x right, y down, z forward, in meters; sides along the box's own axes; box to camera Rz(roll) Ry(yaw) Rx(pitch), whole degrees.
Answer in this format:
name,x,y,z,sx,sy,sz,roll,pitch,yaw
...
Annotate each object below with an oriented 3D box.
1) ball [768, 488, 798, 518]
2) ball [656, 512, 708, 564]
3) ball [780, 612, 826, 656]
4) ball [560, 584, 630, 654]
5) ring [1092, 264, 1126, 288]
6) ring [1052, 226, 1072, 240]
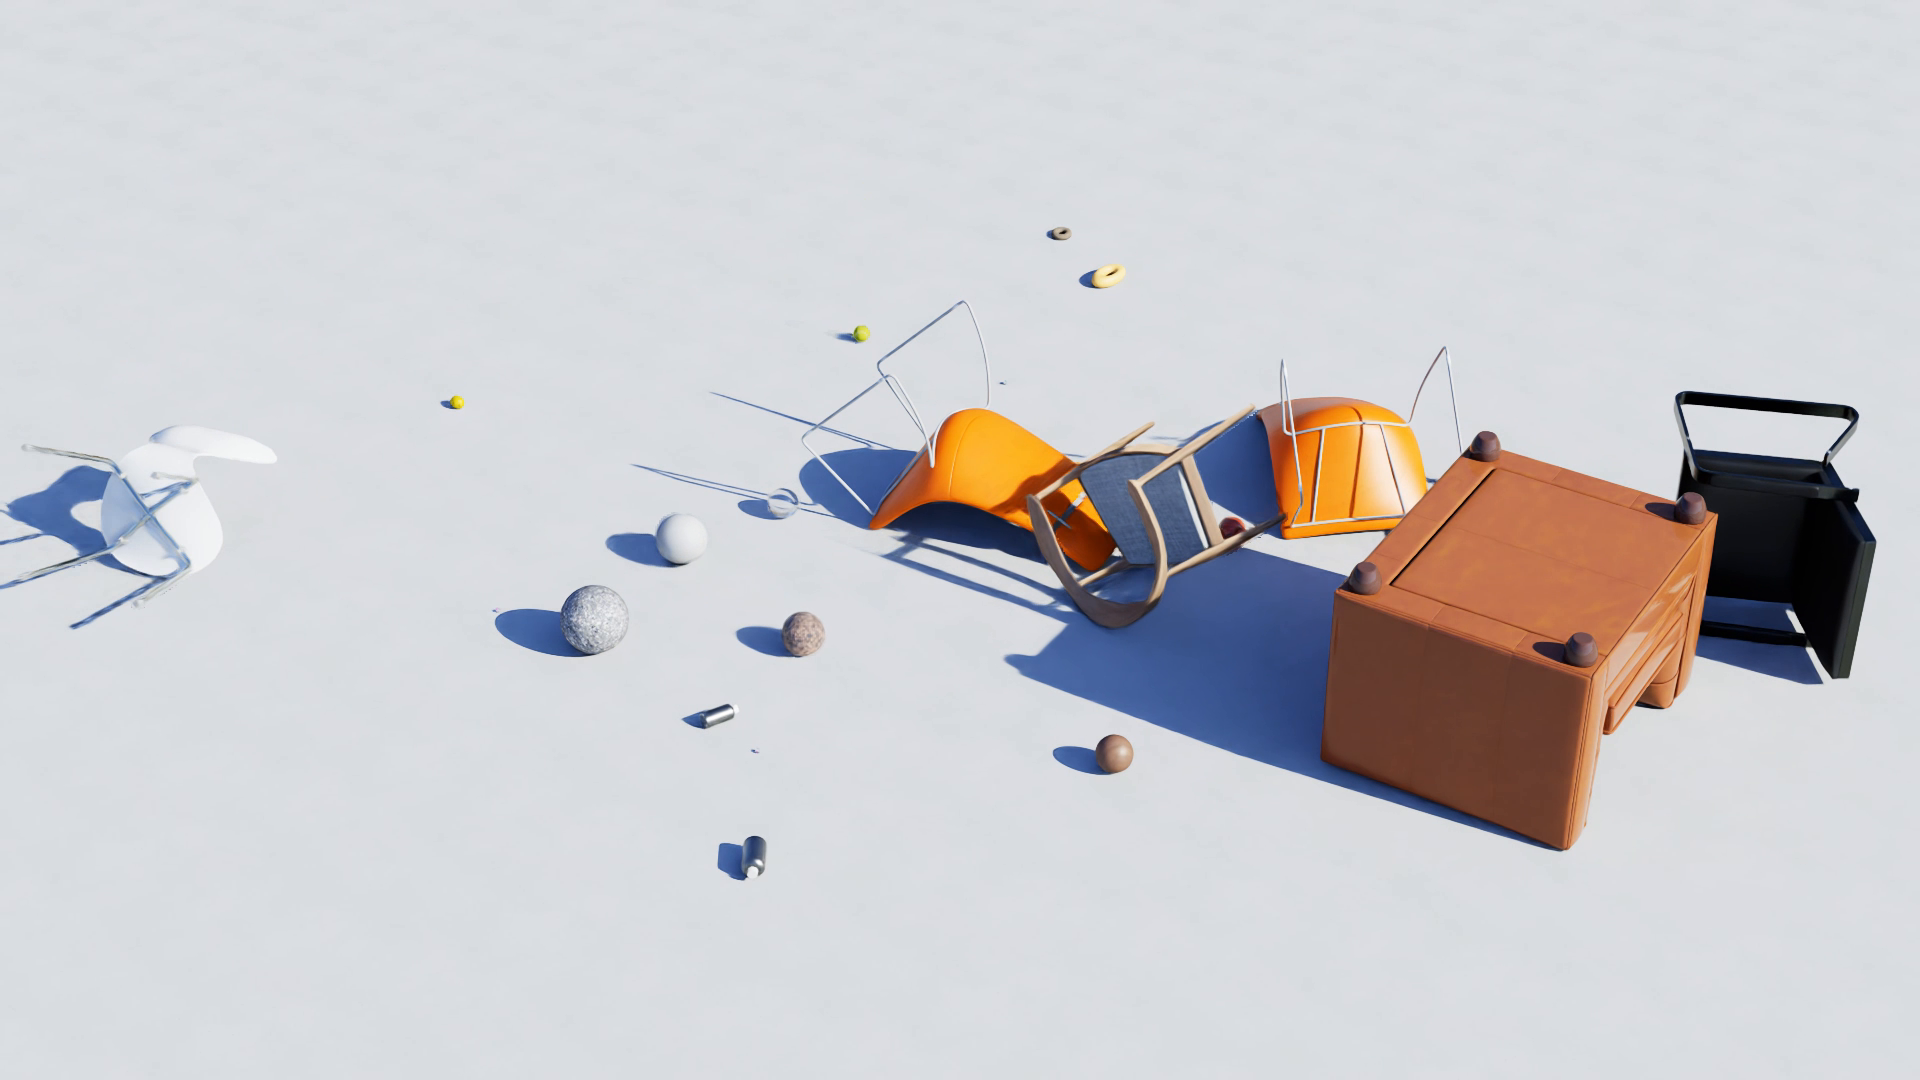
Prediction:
name,x,y,z,sx,sy,sz,roll,pitch,yaw
ball,-0.666,-0.139,11.051,0.115,0.115,0.115,0,33,0
ball,-1.023,-0.005,10.779,0.191,0.191,0.191,0,33,0
ball,-0.551,0.328,10.304,0.157,0.157,0.157,0,33,0
ball,-1.284,0.278,10.302,0.242,0.242,0.242,0,33,0
ring,0.640,-1.138,12.627,0.112,0.049,0.196,25,40,31
ring,0.450,-1.357,12.982,0.091,0.025,0.102,2,34,4
